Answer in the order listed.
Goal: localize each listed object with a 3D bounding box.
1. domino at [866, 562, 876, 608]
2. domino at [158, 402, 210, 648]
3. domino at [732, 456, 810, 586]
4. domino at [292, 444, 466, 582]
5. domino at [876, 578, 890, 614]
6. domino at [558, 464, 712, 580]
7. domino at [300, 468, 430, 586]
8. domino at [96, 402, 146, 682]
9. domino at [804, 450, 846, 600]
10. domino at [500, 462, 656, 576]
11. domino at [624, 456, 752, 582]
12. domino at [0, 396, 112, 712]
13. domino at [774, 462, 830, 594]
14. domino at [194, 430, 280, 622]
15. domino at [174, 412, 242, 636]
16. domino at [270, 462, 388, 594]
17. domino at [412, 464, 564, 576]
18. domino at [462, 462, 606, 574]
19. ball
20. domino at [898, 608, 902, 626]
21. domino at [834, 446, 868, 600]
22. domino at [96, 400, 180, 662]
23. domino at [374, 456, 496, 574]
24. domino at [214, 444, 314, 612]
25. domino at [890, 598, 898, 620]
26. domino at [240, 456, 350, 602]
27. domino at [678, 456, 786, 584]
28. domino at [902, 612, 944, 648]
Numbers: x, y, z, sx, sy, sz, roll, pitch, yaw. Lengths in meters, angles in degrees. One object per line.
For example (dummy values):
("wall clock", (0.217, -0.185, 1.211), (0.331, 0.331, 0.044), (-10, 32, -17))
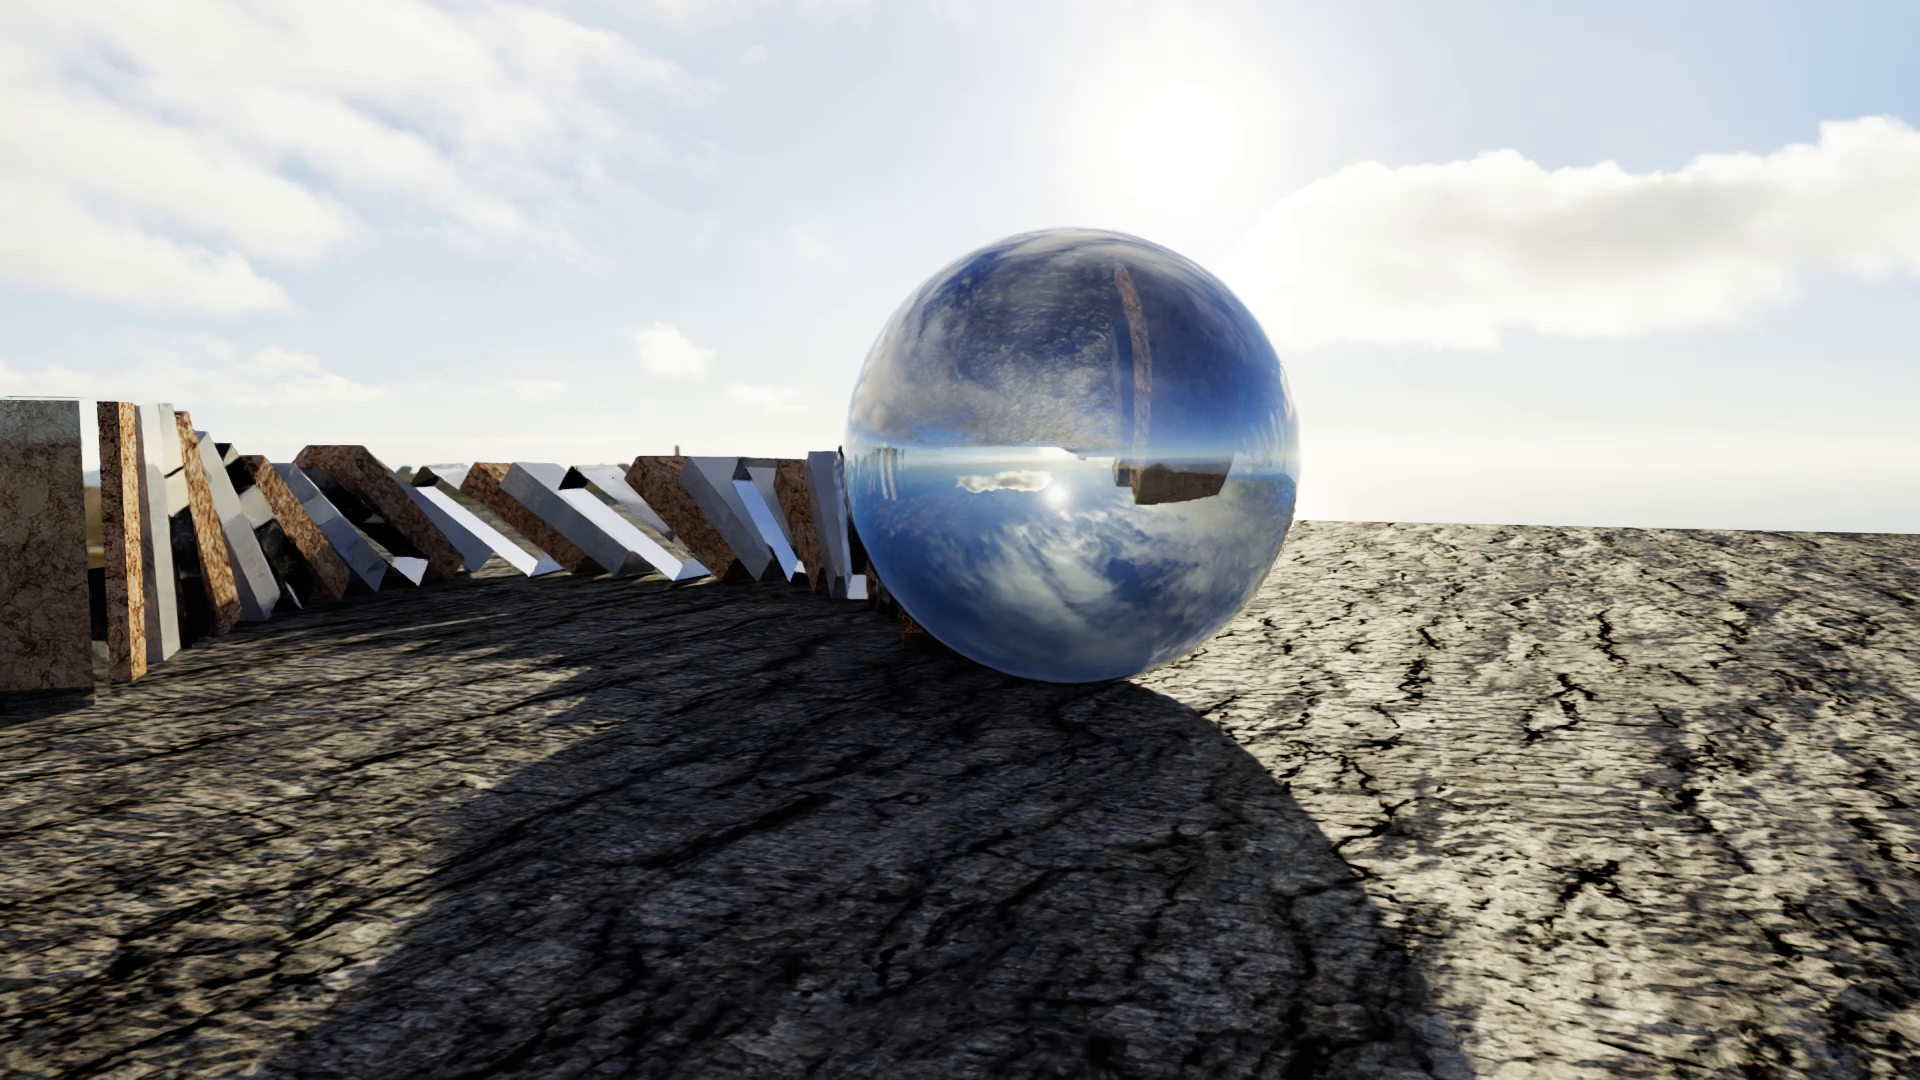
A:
("domino", (-0.012, -0.007, 0.338), (0.025, 0.050, 0.009), (-1, -24, -7))
("domino", (-0.172, -0.002, 0.261), (0.025, 0.050, 0.009), (-1, 20, -8))
("domino", (-0.050, -0.007, 0.399), (0.025, 0.009, 0.050), (-1, 41, -35))
("domino", (-0.176, -0.008, 0.389), (0.025, 0.050, 0.010), (2, 49, 28))
("domino", (-0.009, -0.006, 0.328), (0.025, 0.050, 0.009), (-1, -24, -7))
("domino", (-0.103, -0.006, 0.415), (0.050, 0.010, 0.025), (36, 14, 12))
("domino", (-0.180, -0.003, 0.370), (0.025, 0.009, 0.050), (1, -30, 17))
("domino", (-0.162, 0.000, 0.229), (0.025, 0.050, 0.009), (-1, 5, -19))
("domino", (-0.028, -0.005, 0.369), (0.025, 0.010, 0.050), (-1, 46, -18))
("domino", (-0.122, -0.007, 0.417), (0.050, 0.010, 0.025), (36, 10, 11))
("domino", (-0.083, -0.008, 0.414), (0.050, 0.010, 0.025), (44, 22, 19))
("domino", (-0.154, 0.002, 0.207), (0.025, 0.050, 0.010), (-2, 5, -20))
("domino", (-0.037, -0.005, 0.384), (0.025, 0.010, 0.050), (-2, 41, -24))
("domino", (-0.178, -0.002, 0.294), (0.025, 0.050, 0.010), (0, 42, -3))
("domino", (-0.175, -0.003, 0.276), (0.025, 0.050, 0.009), (0, 29, -6))
("domino", (-0.181, -0.002, 0.349), (0.025, 0.009, 0.050), (1, -33, 8))
("domino", (-0.154, -0.007, 0.426), (0.050, 0.009, 0.025), (35, 9, 5))
("domino", (-0.137, -0.008, 0.425), (0.050, 0.010, 0.025), (36, 11, 11))
("ball", (0.019, -0.015, 0.227), (0.080, 0.080, 0.080), (0, 4, 0))
("domino", (-0.003, -0.005, 0.307), (0.025, 0.050, 0.010), (0, -24, -6))
("domino", (-0.020, -0.005, 0.357), (0.025, 0.010, 0.050), (3, 46, -14))
("domino", (-0.168, -0.001, 0.248), (0.025, 0.050, 0.010), (-1, 11, -14))
("domino", (-0.174, -0.009, 0.411), (0.050, 0.010, 0.025), (43, -18, -22))
("domino", (-0.180, -0.002, 0.311), (0.025, 0.050, 0.010), (0, 48, 0))
("domino", (-0.005, -0.005, 0.317), (0.025, 0.050, 0.010), (-1, -24, -7))
("domino", (-0.181, -0.002, 0.330), (0.025, 0.010, 0.050), (0, -36, 3))
("domino", (-0.066, -0.007, 0.408), (0.025, 0.010, 0.050), (-4, 44, -49))
("domino", (0.000, -0.002, 0.274), (0.025, 0.050, 0.009), (0, -24, -6))
